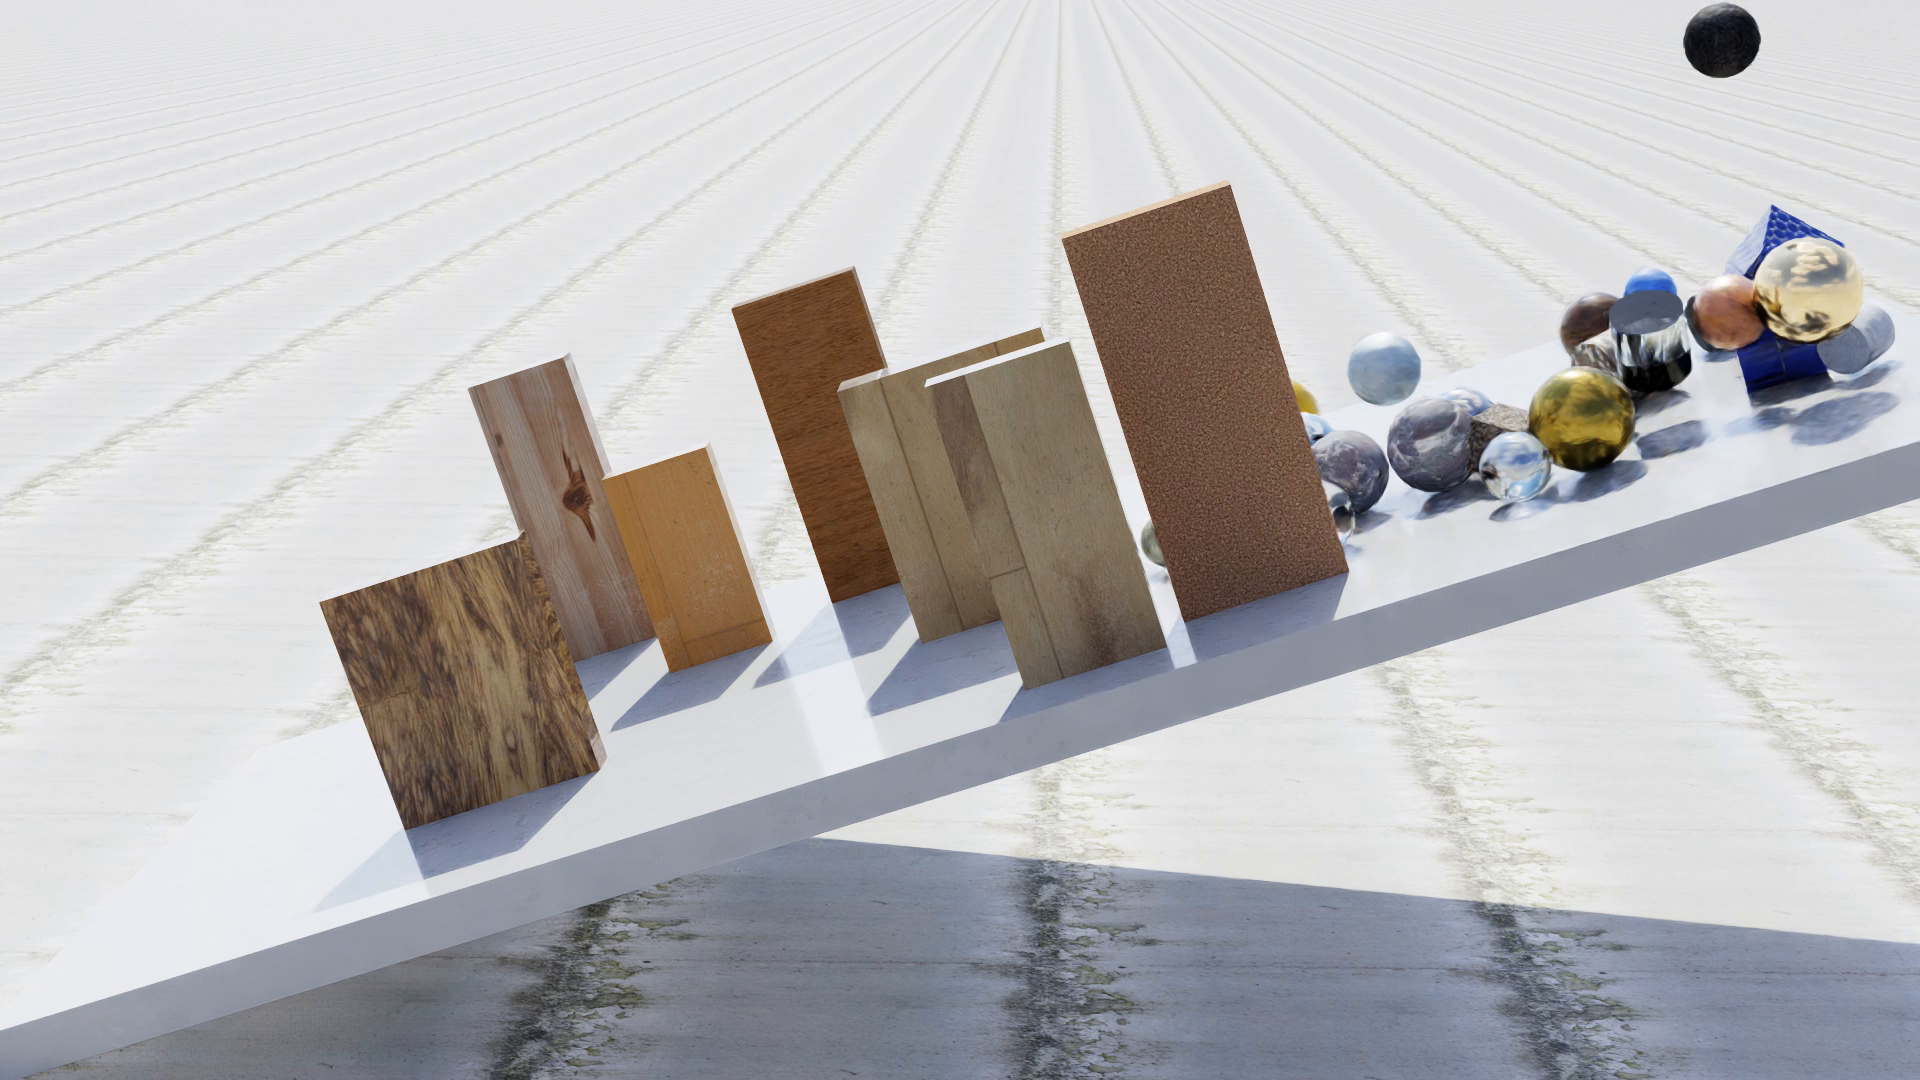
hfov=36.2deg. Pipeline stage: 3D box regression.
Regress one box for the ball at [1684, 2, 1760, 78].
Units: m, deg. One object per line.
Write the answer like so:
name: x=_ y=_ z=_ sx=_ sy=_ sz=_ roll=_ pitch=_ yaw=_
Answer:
ball: x=1.527 y=-1.001 z=5.896 sx=0.150 sy=0.150 sz=0.150 roll=0 pitch=12 yaw=0

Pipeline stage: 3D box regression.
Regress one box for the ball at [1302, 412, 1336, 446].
ball: x=0.740 y=-0.187 z=6.354 sx=0.176 sy=0.176 sz=0.176 roll=0 pitch=12 yaw=0

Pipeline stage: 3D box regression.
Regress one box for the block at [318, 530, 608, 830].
block: x=-1.012 y=0.287 z=6.014 sx=0.427 sy=0.504 sz=0.100 roll=-17 pitch=11 yaw=5

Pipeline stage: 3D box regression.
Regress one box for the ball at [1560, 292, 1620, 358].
ball: x=1.439 y=-0.473 z=6.630 sx=0.173 sy=0.173 sz=0.173 roll=0 pitch=12 yaw=0

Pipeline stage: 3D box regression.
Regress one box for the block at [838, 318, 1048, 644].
block: x=0.045 y=-0.123 z=6.155 sx=0.441 sy=0.560 sz=0.135 roll=-17 pitch=11 yaw=5

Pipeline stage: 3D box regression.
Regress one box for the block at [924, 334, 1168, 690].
block: x=0.162 y=-0.050 z=5.468 sx=0.277 sy=0.601 sz=0.093 roll=-17 pitch=11 yaw=5

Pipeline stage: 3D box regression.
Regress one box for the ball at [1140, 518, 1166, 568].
ball: x=0.431 y=-0.001 z=6.089 sx=0.117 sy=0.117 sz=0.117 roll=0 pitch=12 yaw=0

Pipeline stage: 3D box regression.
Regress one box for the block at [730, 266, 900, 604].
block: x=-0.272 y=-0.244 z=6.853 sx=0.294 sy=0.729 sz=0.088 roll=-17 pitch=11 yaw=5

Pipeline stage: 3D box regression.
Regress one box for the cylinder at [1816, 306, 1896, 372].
cylinder: x=1.767 y=-0.397 z=5.799 sx=0.111 sy=0.111 sz=0.111 roll=11 pitch=24 yaw=43

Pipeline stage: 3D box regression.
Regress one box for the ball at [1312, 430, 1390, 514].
ball: x=0.789 y=-0.138 z=6.015 sx=0.176 sy=0.176 sz=0.176 roll=0 pitch=12 yaw=0

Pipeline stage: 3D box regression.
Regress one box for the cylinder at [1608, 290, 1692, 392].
cylinder: x=1.380 y=-0.398 z=5.875 sx=0.147 sy=0.147 sz=0.147 roll=-13 pitch=38 yaw=10

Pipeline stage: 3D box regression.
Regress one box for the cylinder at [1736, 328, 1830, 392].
cylinder: x=1.644 y=-0.396 z=5.915 sx=0.163 sy=0.163 sz=0.163 roll=-16 pitch=8 yaw=14

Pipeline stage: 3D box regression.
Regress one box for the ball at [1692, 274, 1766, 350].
ball: x=1.520 y=-0.449 z=5.804 sx=0.148 sy=0.148 sz=0.148 roll=0 pitch=12 yaw=0

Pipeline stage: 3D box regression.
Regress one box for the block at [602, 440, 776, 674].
block: x=-0.615 y=0.039 z=6.696 sx=0.248 sy=0.471 sz=0.084 roll=-17 pitch=11 yaw=5

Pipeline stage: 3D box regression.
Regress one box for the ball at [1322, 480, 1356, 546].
ball: x=0.703 y=-0.044 z=5.766 sx=0.147 sy=0.147 sz=0.147 roll=0 pitch=12 yaw=0

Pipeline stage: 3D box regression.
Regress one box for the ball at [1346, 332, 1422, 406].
ball: x=0.889 y=-0.357 z=6.162 sx=0.155 sy=0.155 sz=0.155 roll=0 pitch=12 yaw=0

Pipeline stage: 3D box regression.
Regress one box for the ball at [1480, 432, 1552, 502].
ball: x=1.069 y=-0.141 z=5.659 sx=0.137 sy=0.137 sz=0.137 roll=0 pitch=12 yaw=0

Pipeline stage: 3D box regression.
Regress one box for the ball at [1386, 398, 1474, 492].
ball: x=0.960 y=-0.192 z=5.959 sx=0.191 sy=0.191 sz=0.191 roll=0 pitch=12 yaw=0

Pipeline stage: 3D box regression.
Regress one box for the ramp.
ramp: x=0.102 y=0.182 z=6.309 sx=4.000 sy=0.100 sz=2.000 roll=-17 pitch=11 yaw=5

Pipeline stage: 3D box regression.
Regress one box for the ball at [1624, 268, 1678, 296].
ball: x=1.565 y=-0.558 z=6.666 sx=0.117 sy=0.117 sz=0.117 roll=0 pitch=12 yaw=0

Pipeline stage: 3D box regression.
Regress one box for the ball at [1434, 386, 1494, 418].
ball: x=1.049 y=-0.243 z=6.156 sx=0.159 sy=0.159 sz=0.159 roll=0 pitch=12 yaw=0

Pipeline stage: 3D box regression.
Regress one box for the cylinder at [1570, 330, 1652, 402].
cylinder: x=1.400 y=-0.371 z=6.181 sx=0.162 sy=0.162 sz=0.162 roll=-27 pitch=22 yaw=-22

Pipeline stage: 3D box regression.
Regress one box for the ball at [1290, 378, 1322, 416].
ball: x=0.732 y=-0.277 z=6.767 sx=0.199 sy=0.199 sz=0.199 roll=0 pitch=12 yaw=0

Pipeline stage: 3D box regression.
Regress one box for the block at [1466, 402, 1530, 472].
block: x=1.092 y=-0.195 z=5.874 sx=0.109 sy=0.109 sz=0.109 roll=19 pitch=31 yaw=34

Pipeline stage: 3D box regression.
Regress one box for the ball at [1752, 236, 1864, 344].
ball: x=1.636 y=-0.481 z=5.672 sx=0.207 sy=0.207 sz=0.207 roll=0 pitch=12 yaw=0

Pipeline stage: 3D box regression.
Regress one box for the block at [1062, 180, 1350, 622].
block: x=0.465 y=-0.261 z=5.573 sx=0.328 sy=0.768 sz=0.109 roll=-17 pitch=11 yaw=5

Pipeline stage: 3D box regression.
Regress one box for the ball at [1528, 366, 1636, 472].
ball: x=1.205 y=-0.235 z=5.704 sx=0.205 sy=0.205 sz=0.205 roll=0 pitch=12 yaw=0

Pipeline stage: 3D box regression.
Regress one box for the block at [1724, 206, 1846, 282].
block: x=1.731 y=-0.555 z=6.206 sx=0.178 sy=0.178 sz=0.178 roll=28 pitch=46 yaw=-2

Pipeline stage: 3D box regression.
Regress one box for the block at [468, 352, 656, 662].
block: x=-0.957 y=-0.077 z=7.191 sx=0.246 sy=0.720 sz=0.102 roll=-17 pitch=11 yaw=5
